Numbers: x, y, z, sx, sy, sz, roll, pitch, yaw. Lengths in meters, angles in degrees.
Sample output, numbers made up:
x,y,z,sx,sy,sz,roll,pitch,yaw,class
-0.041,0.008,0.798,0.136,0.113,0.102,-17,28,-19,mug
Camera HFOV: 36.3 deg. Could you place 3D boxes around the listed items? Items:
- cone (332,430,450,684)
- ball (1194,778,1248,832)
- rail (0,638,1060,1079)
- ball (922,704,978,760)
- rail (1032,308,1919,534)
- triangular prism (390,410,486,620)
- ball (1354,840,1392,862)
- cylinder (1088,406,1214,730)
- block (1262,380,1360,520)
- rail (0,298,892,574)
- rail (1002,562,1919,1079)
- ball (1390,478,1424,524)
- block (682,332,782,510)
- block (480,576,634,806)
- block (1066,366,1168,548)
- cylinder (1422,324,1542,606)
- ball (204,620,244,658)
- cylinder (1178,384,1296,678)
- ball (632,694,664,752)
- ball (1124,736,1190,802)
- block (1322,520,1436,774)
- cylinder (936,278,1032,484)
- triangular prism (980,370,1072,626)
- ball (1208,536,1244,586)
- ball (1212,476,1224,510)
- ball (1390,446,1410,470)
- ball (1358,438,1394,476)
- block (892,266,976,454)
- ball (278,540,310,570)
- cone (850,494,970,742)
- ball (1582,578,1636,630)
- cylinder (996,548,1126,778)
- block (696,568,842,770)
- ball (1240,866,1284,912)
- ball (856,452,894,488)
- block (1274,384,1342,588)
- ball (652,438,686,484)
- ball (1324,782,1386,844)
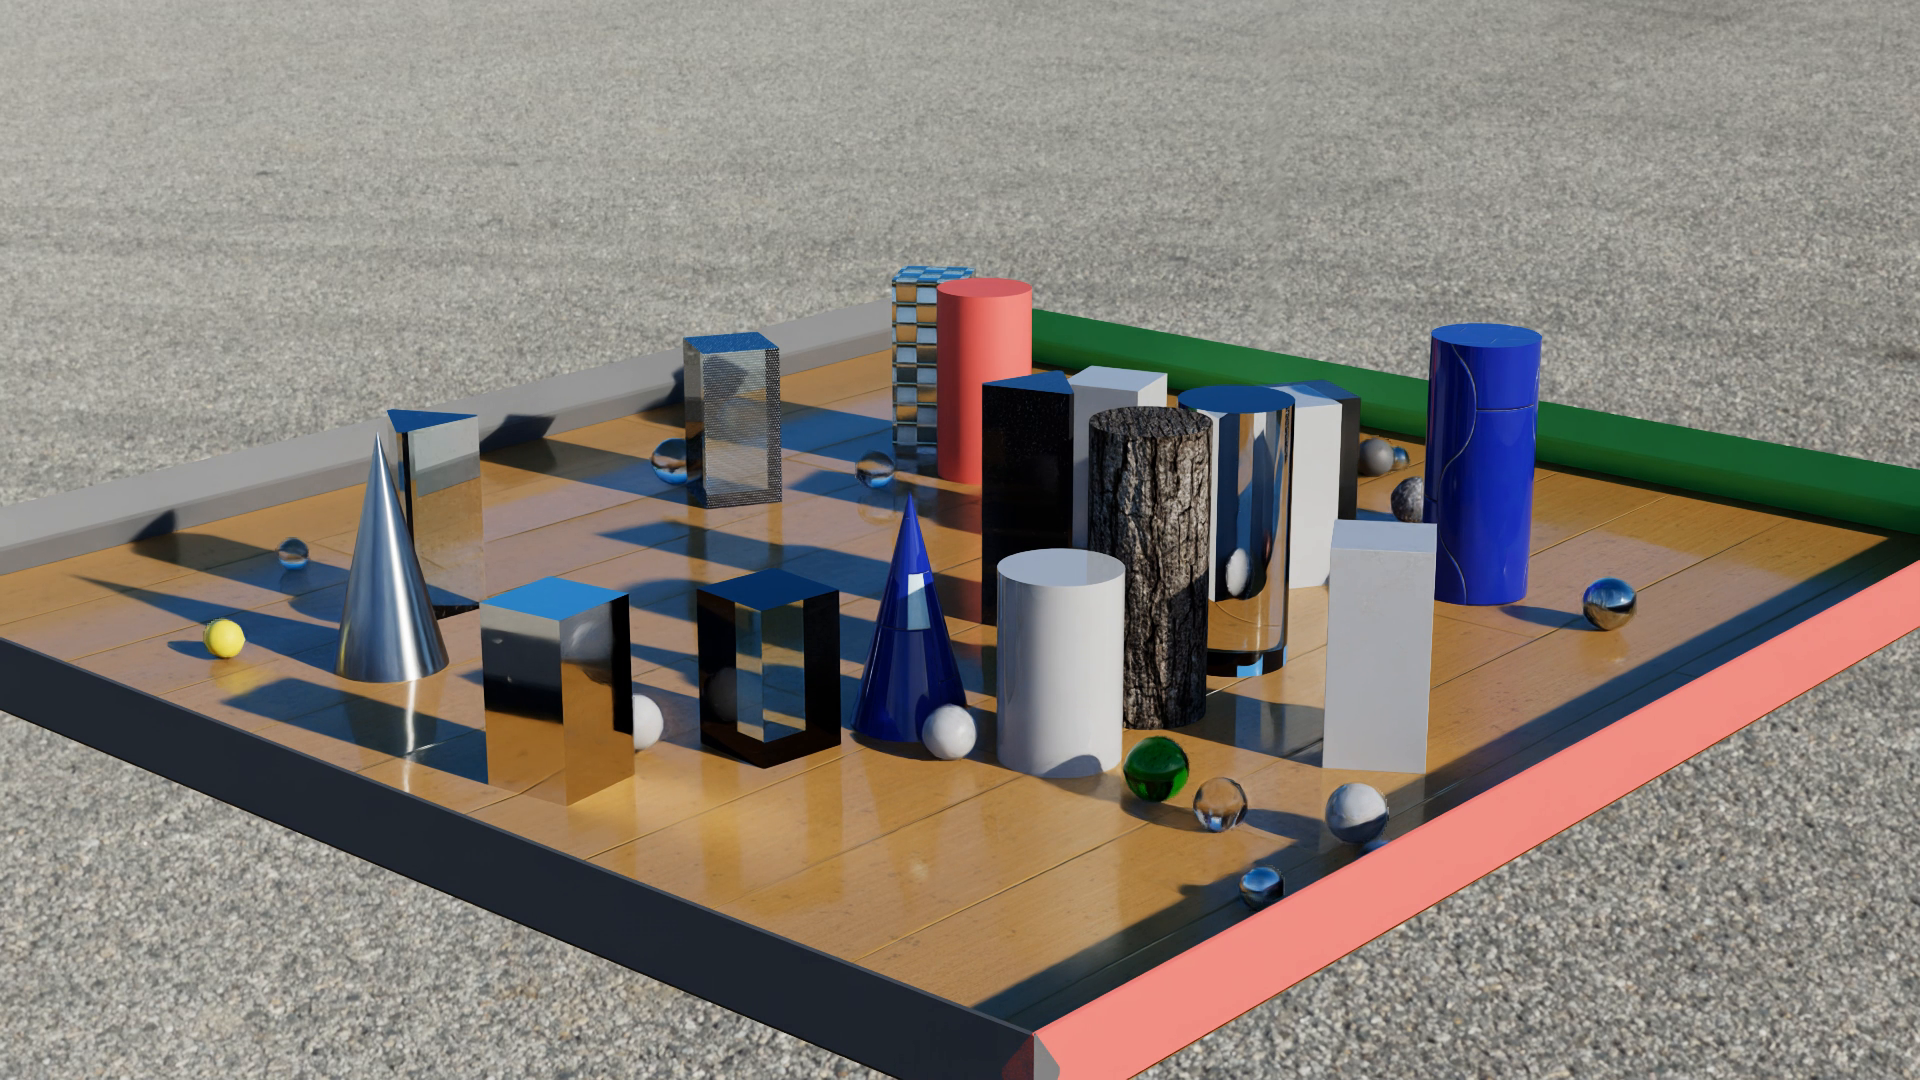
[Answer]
x,y,z,sx,sy,sz,roll,pitch,yaw,class
-0.926,0.013,4.714,0.188,0.394,0.188,0,17,0,cone
0.363,0.368,4.088,0.075,0.075,0.075,0,17,0,ball
-0.925,0.339,4.101,2.708,0.122,0.045,14,22,39,rail
-0.015,0.285,4.351,0.083,0.083,0.083,0,17,0,ball
0.925,-0.278,6.141,2.708,0.122,0.045,14,22,39,rail
-0.923,-0.046,5.003,0.141,0.339,0.163,16,23,42,triangular prism
0.557,0.432,3.887,0.069,0.069,0.069,0,17,0,ball
0.289,0.042,4.499,0.188,0.462,0.188,0,17,0,cylinder
0.648,-0.157,5.520,0.150,0.252,0.150,-6,18,-19,block
-1.004,-0.222,5.956,0.045,0.122,2.870,14,22,39,rail
1.004,0.283,4.286,0.045,0.122,2.870,14,22,39,rail
0.856,-0.072,5.515,0.091,0.091,0.091,0,17,0,ball
-0.441,-0.233,5.678,0.150,0.306,0.150,-6,18,-19,block
-0.581,0.216,4.238,0.150,0.279,0.150,11,20,32,block
0.282,-0.148,5.397,0.150,0.307,0.150,7,18,23,block
0.900,-0.132,5.081,0.188,0.457,0.188,0,17,0,cylinder
-1.201,0.162,4.791,0.063,0.063,0.063,0,17,0,ball
0.440,-0.016,4.733,0.188,0.437,0.188,0,17,0,cylinder
-0.487,0.274,4.380,0.087,0.087,0.087,0,17,0,ball
0.281,0.327,4.191,0.094,0.094,0.094,0,17,0,ball
0.620,0.156,4.334,0.150,0.339,0.150,3,17,9,block
0.048,-0.317,5.831,0.188,0.378,0.188,0,17,0,cylinder
0.139,-0.067,4.937,0.163,0.417,0.141,8,18,24,triangular prism
0.455,0.037,5.163,0.088,0.088,0.088,0,17,0,ball
0.507,-0.089,5.615,0.067,0.067,0.067,0,17,0,ball
0.878,-0.163,5.893,0.048,0.048,0.048,0,17,0,ball
0.827,-0.165,5.847,0.078,0.078,0.078,0,17,0,ball
-0.053,-0.371,6.042,0.150,0.360,0.150,2,17,8,block
-1.195,0.026,5.254,0.055,0.055,0.055,0,17,0,ball
-0.076,0.101,4.464,0.188,0.369,0.188,0,17,0,cone
1.091,0.107,4.929,0.090,0.090,0.090,0,17,0,ball
0.148,0.180,4.332,0.188,0.294,0.188,0,17,0,cylinder
-0.285,0.190,4.385,0.150,0.245,0.150,-15,23,-41,block
0.394,0.455,3.829,0.058,0.058,0.058,0,17,0,ball
-0.166,-0.138,5.764,0.074,0.074,0.074,0,17,0,ball
0.567,-0.092,5.176,0.150,0.327,0.150,-6,18,-18,block
-0.563,-0.156,5.790,0.093,0.093,0.093,0,17,0,ball
0.546,0.377,4.043,0.085,0.085,0.085,0,17,0,ball
